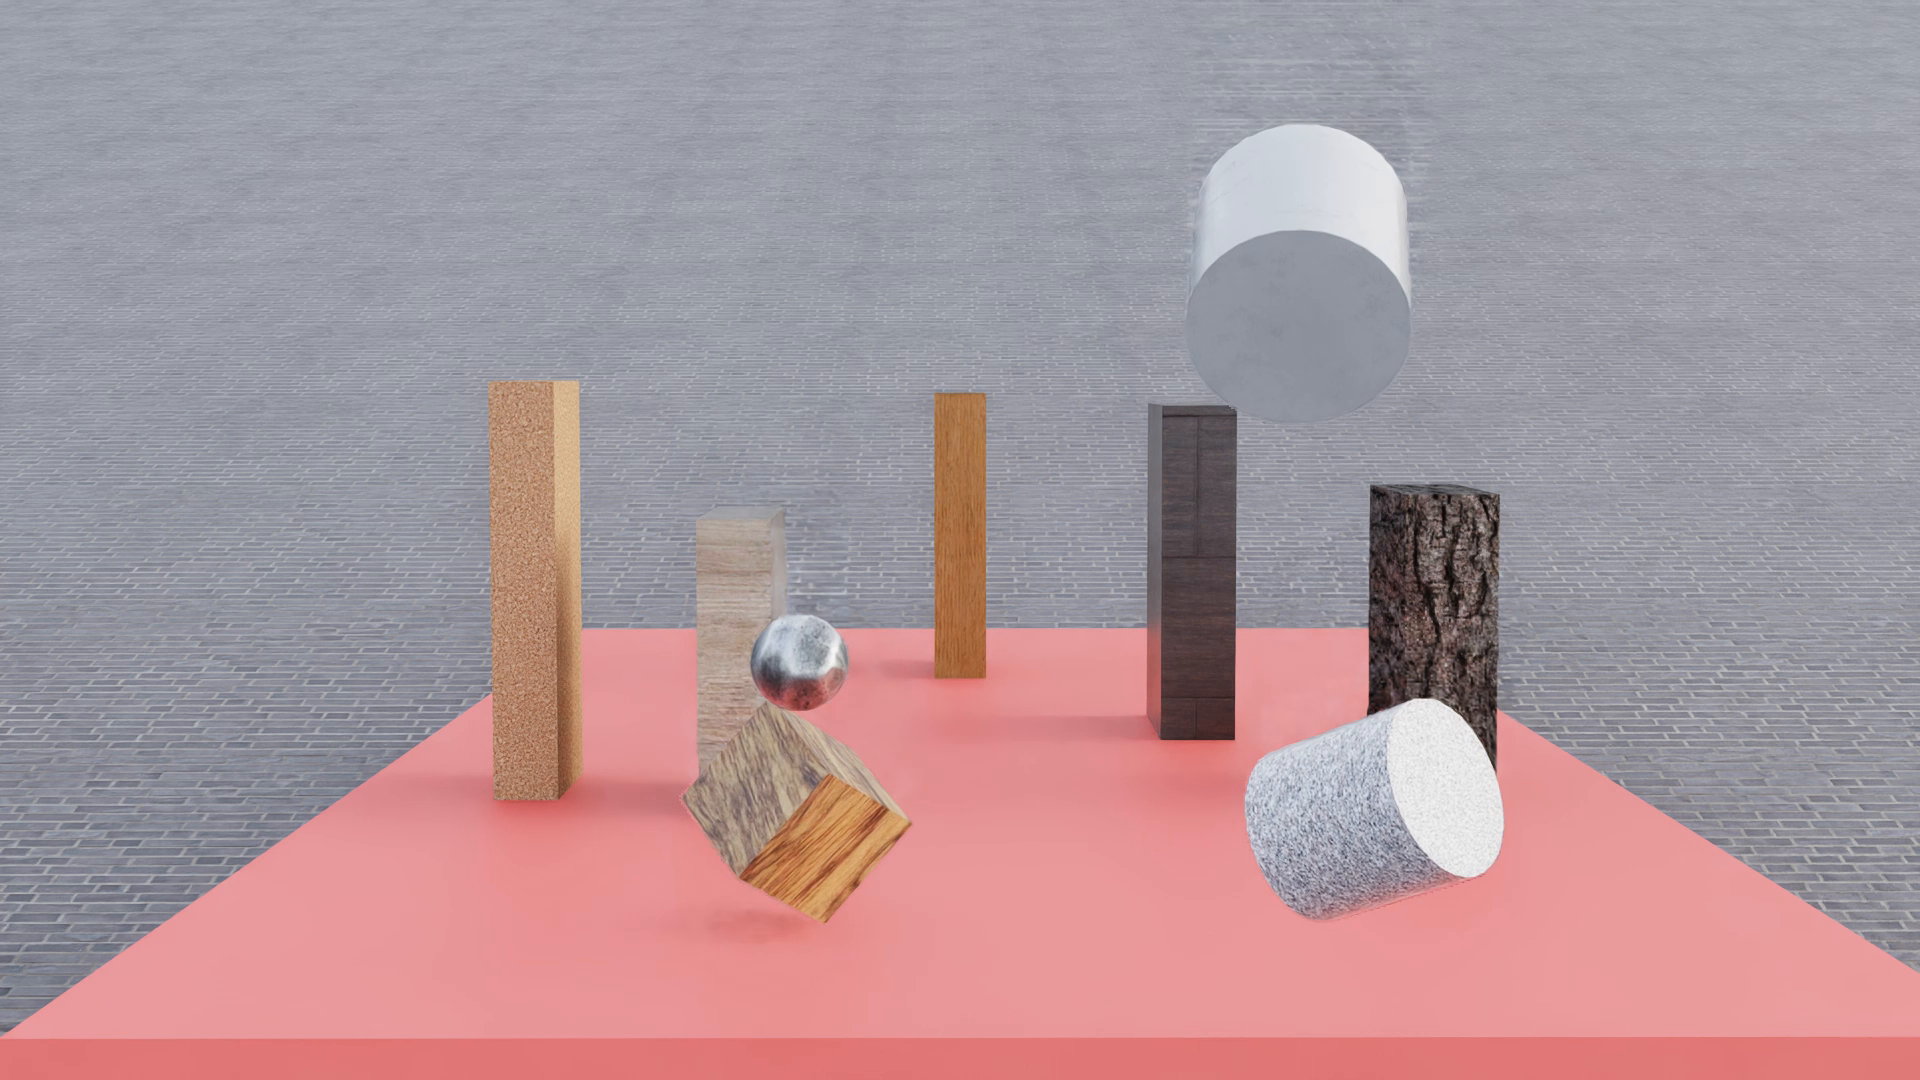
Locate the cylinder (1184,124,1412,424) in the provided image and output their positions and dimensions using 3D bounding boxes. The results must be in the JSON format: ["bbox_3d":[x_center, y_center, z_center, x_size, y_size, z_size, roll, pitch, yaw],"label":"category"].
[{"bbox_3d":[0.317,-0.250,2.399,0.204,0.204,0.204,2,36,7],"label":"cylinder"}]

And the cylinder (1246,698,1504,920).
[{"bbox_3d":[0.409,0.268,2.536,0.179,0.179,0.179,-26,-2,41],"label":"cylinder"}]

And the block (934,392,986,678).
[{"bbox_3d":[0.000,-0.018,5.631,0.110,0.608,0.336,0,4,0],"label":"block"}]

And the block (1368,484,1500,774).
[{"bbox_3d":[0.741,0.155,4.043,0.141,0.471,0.337,0,4,0],"label":"block"}]

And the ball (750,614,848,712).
[{"bbox_3d":[-0.175,0.133,2.789,0.106,0.106,0.106,0,19,0],"label":"ball"}]

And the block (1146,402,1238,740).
[{"bbox_3d":[0.423,0.048,4.718,0.132,0.595,0.336,0,4,0],"label":"block"}]

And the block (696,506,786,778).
[{"bbox_3d":[-0.331,0.179,3.925,0.108,0.442,0.346,0,4,0],"label":"block"}]

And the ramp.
[{"bbox_3d":[0.045,0.409,4.537,2.000,0.100,4.000,0,4,0],"label":"ramp"}]

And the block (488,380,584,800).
[{"bbox_3d":[-0.667,0.071,4.050,0.099,0.641,0.263,0,4,0],"label":"block"}]

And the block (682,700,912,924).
[{"bbox_3d":[-0.194,0.322,3.055,0.161,0.161,0.161,37,6,-43],"label":"block"}]
